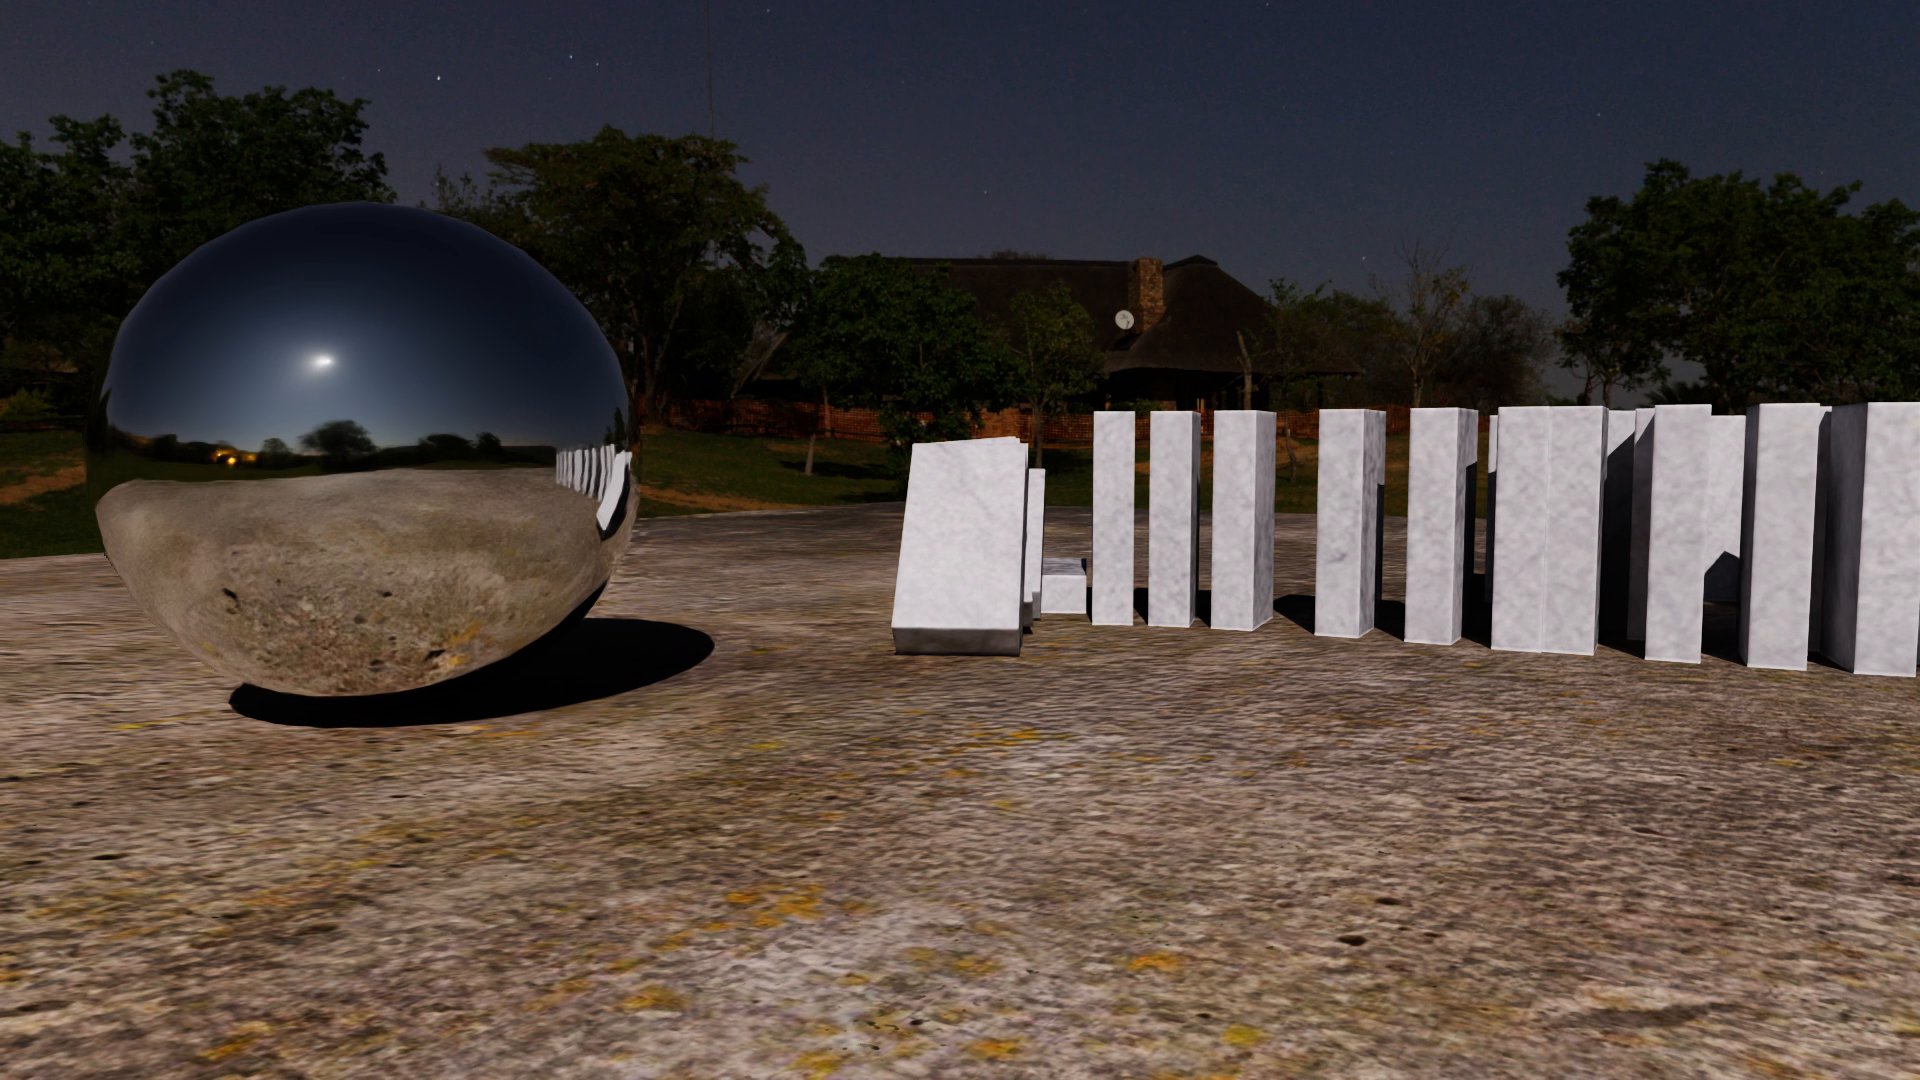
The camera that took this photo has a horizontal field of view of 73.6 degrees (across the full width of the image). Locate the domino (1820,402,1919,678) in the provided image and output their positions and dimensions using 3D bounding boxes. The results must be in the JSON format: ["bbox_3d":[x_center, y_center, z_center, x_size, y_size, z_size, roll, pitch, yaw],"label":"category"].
[{"bbox_3d":[0.175,-0.001,0.246,0.010,0.050,0.025,2,5,21],"label":"domino"}]

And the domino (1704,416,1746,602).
[{"bbox_3d":[0.207,-0.009,0.358,0.009,0.050,0.025,1,4,8],"label":"domino"}]

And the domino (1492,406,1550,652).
[{"bbox_3d":[0.121,-0.003,0.273,0.009,0.050,0.025,2,5,29],"label":"domino"}]

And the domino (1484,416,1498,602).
[{"bbox_3d":[0.154,-0.008,0.340,0.025,0.050,0.010,3,5,31],"label":"domino"}]

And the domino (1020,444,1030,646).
[{"bbox_3d":[0.002,0.000,0.284,0.025,0.050,0.009,0,-40,5],"label":"domino"}]

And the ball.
[{"bbox_3d":[-0.092,-0.013,0.205,0.080,0.080,0.080,0,4,0],"label":"ball"}]

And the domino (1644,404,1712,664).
[{"bbox_3d":[0.146,-0.002,0.260,0.010,0.050,0.025,2,5,29],"label":"domino"}]

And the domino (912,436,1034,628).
[{"bbox_3d":[0.002,-0.002,0.298,0.025,0.050,0.009,-4,-40,1],"label":"domino"}]

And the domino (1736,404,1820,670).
[{"bbox_3d":[0.160,-0.001,0.252,0.010,0.050,0.025,2,5,26],"label":"domino"}]

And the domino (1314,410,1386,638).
[{"bbox_3d":[0.089,-0.004,0.293,0.009,0.050,0.025,2,5,29],"label":"domino"}]

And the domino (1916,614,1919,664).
[{"bbox_3d":[0.189,-0.001,0.242,0.009,0.050,0.025,1,4,10],"label":"domino"}]

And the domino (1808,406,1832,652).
[{"bbox_3d":[0.179,-0.003,0.273,0.009,0.050,0.025,1,4,13],"label":"domino"}]

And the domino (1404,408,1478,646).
[{"bbox_3d":[0.106,-0.004,0.283,0.010,0.050,0.025,3,5,31],"label":"domino"}]

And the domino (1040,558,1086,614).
[{"bbox_3d":[0.022,0.012,0.348,0.025,0.009,0.050,0,4,6],"label":"domino"}]

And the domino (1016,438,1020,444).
[{"bbox_3d":[0.003,-0.003,0.311,0.025,0.050,0.010,-3,-40,2],"label":"domino"}]

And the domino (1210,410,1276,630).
[{"bbox_3d":[0.067,-0.005,0.303,0.009,0.050,0.025,2,5,24],"label":"domino"}]

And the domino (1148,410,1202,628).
[{"bbox_3d":[0.052,-0.006,0.309,0.010,0.050,0.025,1,4,15],"label":"domino"}]

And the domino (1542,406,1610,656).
[{"bbox_3d":[0.130,-0.003,0.270,0.009,0.050,0.025,2,5,29],"label":"domino"}]

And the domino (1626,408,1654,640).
[{"bbox_3d":[0.157,-0.004,0.284,0.009,0.050,0.025,4,6,40],"label":"domino"}]

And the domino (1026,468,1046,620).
[{"bbox_3d":[0.009,0.000,0.327,0.025,0.009,0.050,0,38,5],"label":"domino"}]

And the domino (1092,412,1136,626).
[{"bbox_3d":[0.037,-0.006,0.312,0.009,0.050,0.025,0,4,5],"label":"domino"}]

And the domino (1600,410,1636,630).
[{"bbox_3d":[0.148,-0.005,0.298,0.025,0.050,0.009,-1,4,-14],"label":"domino"}]

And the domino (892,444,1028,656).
[{"bbox_3d":[0.001,0.001,0.271,0.025,0.050,0.009,0,-40,5],"label":"domino"}]

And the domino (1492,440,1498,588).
[{"bbox_3d":[0.147,-0.006,0.318,0.025,0.050,0.010,1,4,7],"label":"domino"}]
